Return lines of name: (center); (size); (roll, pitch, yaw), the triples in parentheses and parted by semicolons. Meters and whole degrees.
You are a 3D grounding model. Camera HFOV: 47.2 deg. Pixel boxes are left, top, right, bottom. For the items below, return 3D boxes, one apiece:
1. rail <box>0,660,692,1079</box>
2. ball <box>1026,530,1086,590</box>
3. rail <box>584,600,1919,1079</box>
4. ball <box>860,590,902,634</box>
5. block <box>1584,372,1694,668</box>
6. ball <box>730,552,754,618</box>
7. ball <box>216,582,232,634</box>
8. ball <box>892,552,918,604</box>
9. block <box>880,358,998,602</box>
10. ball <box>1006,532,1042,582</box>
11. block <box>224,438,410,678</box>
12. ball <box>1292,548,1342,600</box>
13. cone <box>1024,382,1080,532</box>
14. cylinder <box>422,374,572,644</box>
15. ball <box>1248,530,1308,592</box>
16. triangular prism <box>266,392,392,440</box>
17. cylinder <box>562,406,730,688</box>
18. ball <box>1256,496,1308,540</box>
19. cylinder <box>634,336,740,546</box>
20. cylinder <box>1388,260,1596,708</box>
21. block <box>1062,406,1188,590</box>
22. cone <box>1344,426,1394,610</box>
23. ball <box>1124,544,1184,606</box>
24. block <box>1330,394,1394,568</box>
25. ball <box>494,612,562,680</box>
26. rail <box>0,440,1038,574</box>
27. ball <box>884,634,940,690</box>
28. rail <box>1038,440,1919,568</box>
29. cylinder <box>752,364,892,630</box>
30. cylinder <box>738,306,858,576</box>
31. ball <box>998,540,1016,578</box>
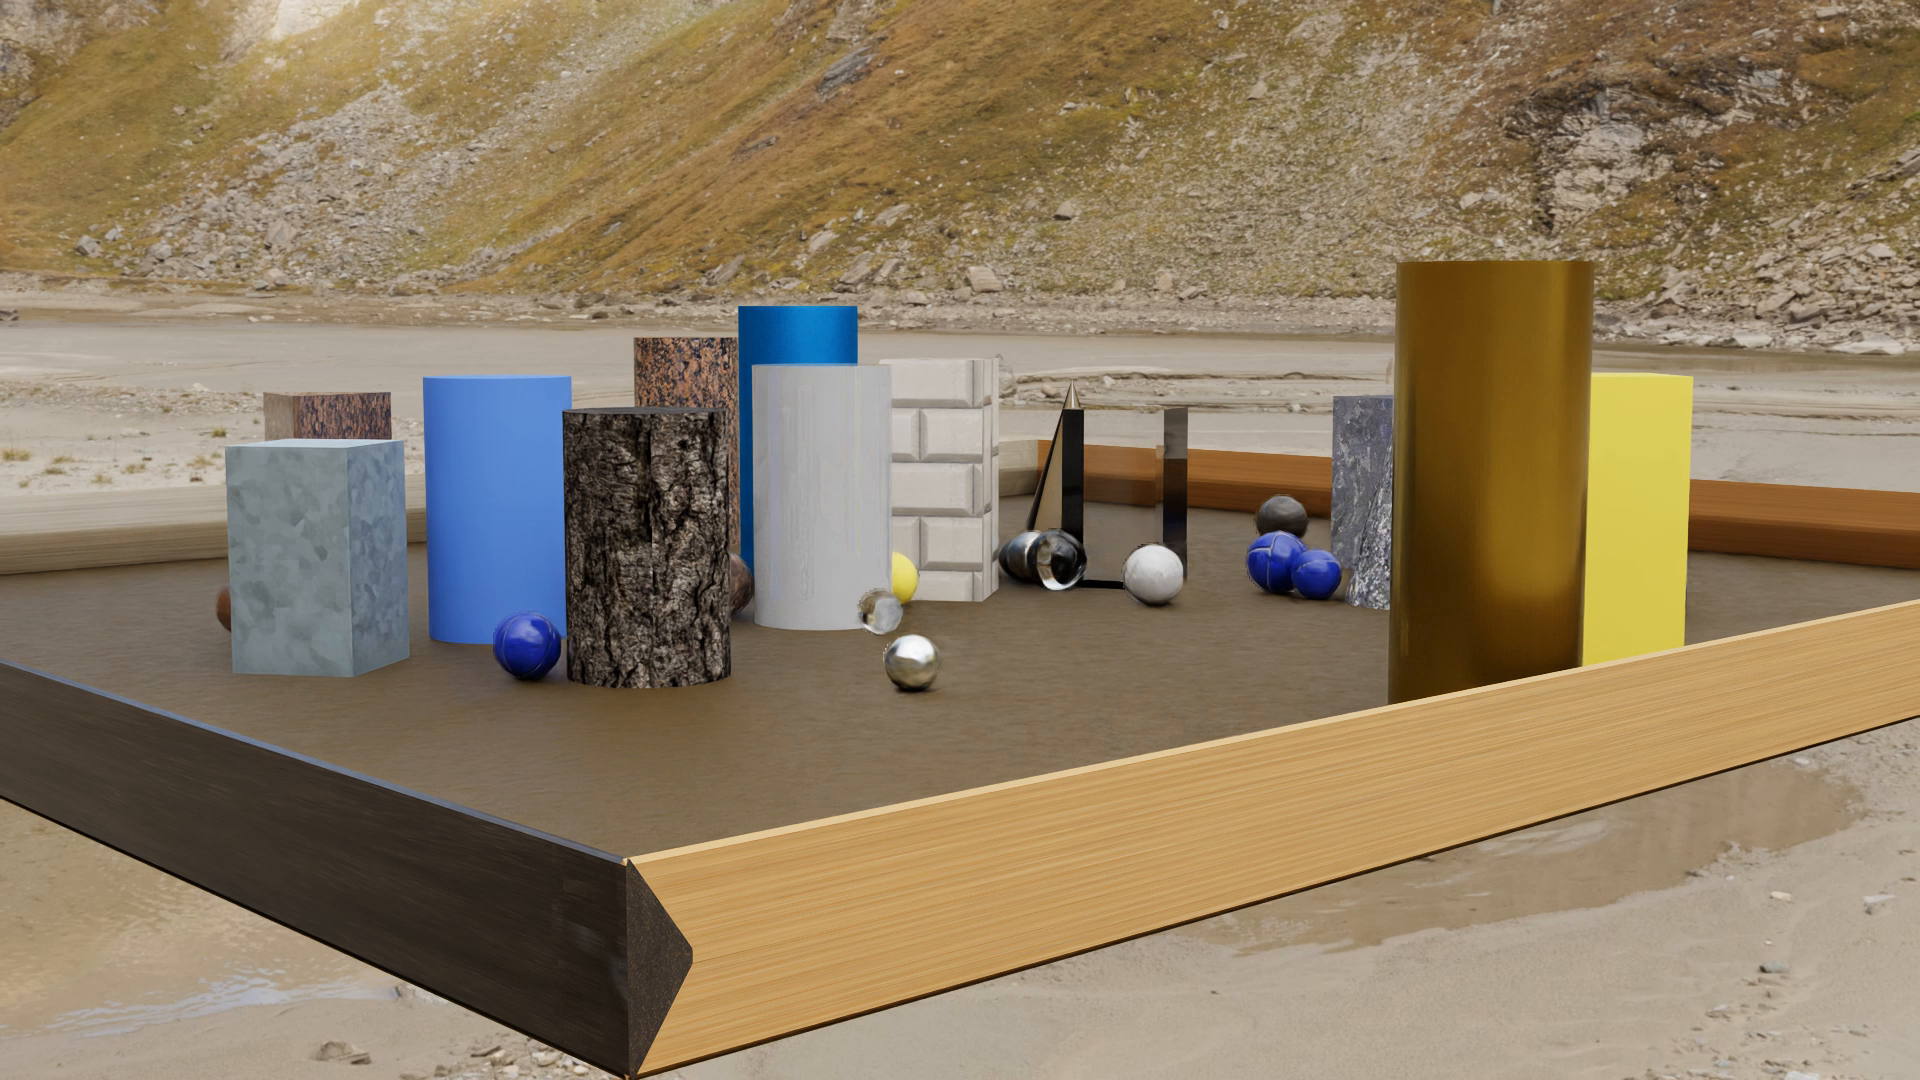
rail: (-1.121, 0.141, 2.303); (0.045, 0.130, 2.792); (-5, 8, -42)
ball: (0.154, 0.032, 3.520); (0.096, 0.096, 0.096); (0, 6, 0)
rail: (0.931, 0.138, 2.329); (3.097, 0.130, 0.045); (-5, 8, -42)
ball: (-0.109, 0.100, 3.042); (0.060, 0.060, 0.060); (0, 6, 0)
block: (0.768, -0.014, 2.643); (0.160, 0.369, 0.160); (0, 6, -1)
ball: (-0.348, 0.065, 3.189); (0.099, 0.099, 0.099); (0, 6, 0)
ball: (-0.970, 0.091, 3.001); (0.087, 0.087, 0.087); (0, 6, 0)
ball: (-0.105, 0.060, 3.308); (0.085, 0.085, 0.085); (0, 6, 0)
block: (-0.031, -0.099, 3.455); (0.160, 0.370, 0.160); (1, 6, 10)
ball: (0.119, 0.028, 3.619); (0.084, 0.084, 0.084); (0, 6, 0)
block: (-0.804, 0.018, 2.761); (0.160, 0.281, 0.160); (1, 6, 11)
ball: (0.553, 0.052, 3.411); (0.078, 0.078, 0.078); (0, 6, 0)
cone: (0.210, -0.145, 4.145); (0.200, 0.319, 0.200); (0, 6, 0)
cylinder: (-0.634, -0.047, 3.032); (0.200, 0.355, 0.200); (0, 6, 0)
ball: (0.506, 0.034, 3.488); (0.098, 0.098, 0.098); (0, 6, 0)
triangular prism: (-0.857, -0.037, 3.038); (0.150, 0.333, 0.173); (-3, 7, -30)
cylinder: (-0.382, 0.004, 2.686); (0.200, 0.325, 0.200); (0, 6, 0)
ball: (0.608, -0.034, 4.150); (0.098, 0.098, 0.098); (0, 6, 0)
cylinder: (-0.522, -0.190, 4.213); (0.200, 0.395, 0.200); (0, 6, 0)
cylinder: (0.553, -0.041, 2.300); (0.200, 0.494, 0.200); (0, 6, 0)
block: (0.270, -0.072, 3.598); (0.160, 0.287, 0.160); (3, 7, 24)
cone: (0.690, -0.096, 3.357); (0.200, 0.384, 0.200); (0, 6, 0)
ball: (0.294, 0.053, 3.339); (0.092, 0.092, 0.092); (0, 6, 0)
block: (0.760, -0.100, 3.823); (0.160, 0.297, 0.160); (-3, 7, -29)
ball: (-0.524, 0.128, 2.669); (0.081, 0.081, 0.081); (0, 6, 0)
rail: (-0.931, -0.071, 4.335); (3.097, 0.130, 0.045); (-5, 8, -42)
ball: (-0.056, 0.144, 2.589); (0.066, 0.066, 0.066); (0, 6, 0)
rail: (1.121, -0.073, 4.360); (0.045, 0.130, 2.792); (-5, 8, -42)
cylinder: (-0.197, -0.067, 3.158); (0.200, 0.368, 0.200); (0, 6, 0)
cylinder: (-0.271, -0.166, 3.699); (0.200, 0.453, 0.200); (0, 6, 0)
ball: (0.097, 0.031, 3.689); (0.063, 0.063, 0.063); (0, 6, 0)
